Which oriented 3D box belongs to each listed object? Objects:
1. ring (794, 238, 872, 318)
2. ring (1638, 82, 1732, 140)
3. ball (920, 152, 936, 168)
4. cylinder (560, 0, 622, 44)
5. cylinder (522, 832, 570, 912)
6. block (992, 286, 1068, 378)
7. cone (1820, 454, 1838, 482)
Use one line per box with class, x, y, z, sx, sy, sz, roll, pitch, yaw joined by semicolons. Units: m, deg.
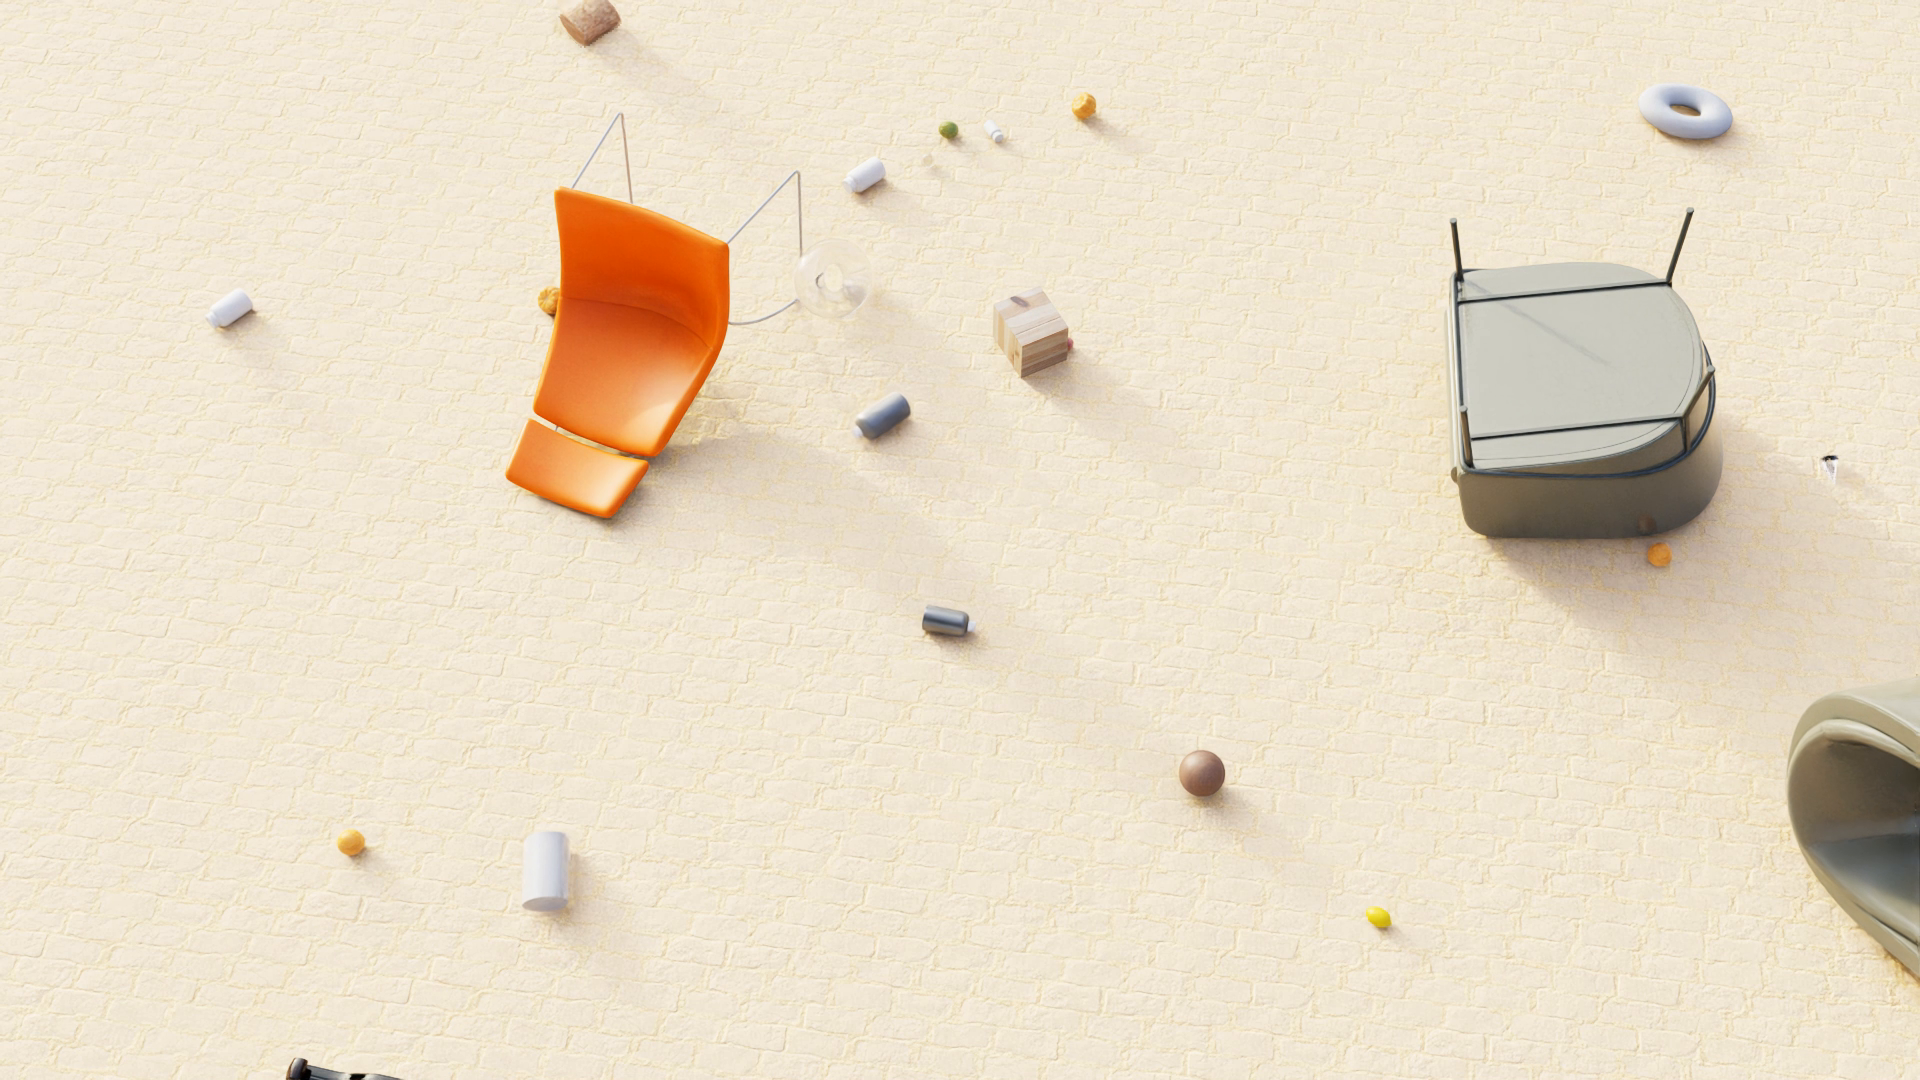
ring;-0.403;-0.834;7.012;0.297;0.253;0.096;-31;16;-37
ring;2.479;-1.466;7.515;0.322;0.072;0.234;17;57;10
ball;-0.109;-1.278;7.401;0.050;0.050;0.050;0;56;0
cylinder;-1.305;-1.839;7.756;0.163;0.081;0.142;-39;79;-23
cylinder;-1.113;0.892;5.920;0.123;0.091;0.192;-10;56;6
block;0.221;-0.654;6.916;0.165;0.161;0.190;-23;59;-15
cone;2.656;-0.211;6.700;0.053;0.054;0.085;10;69;-39
